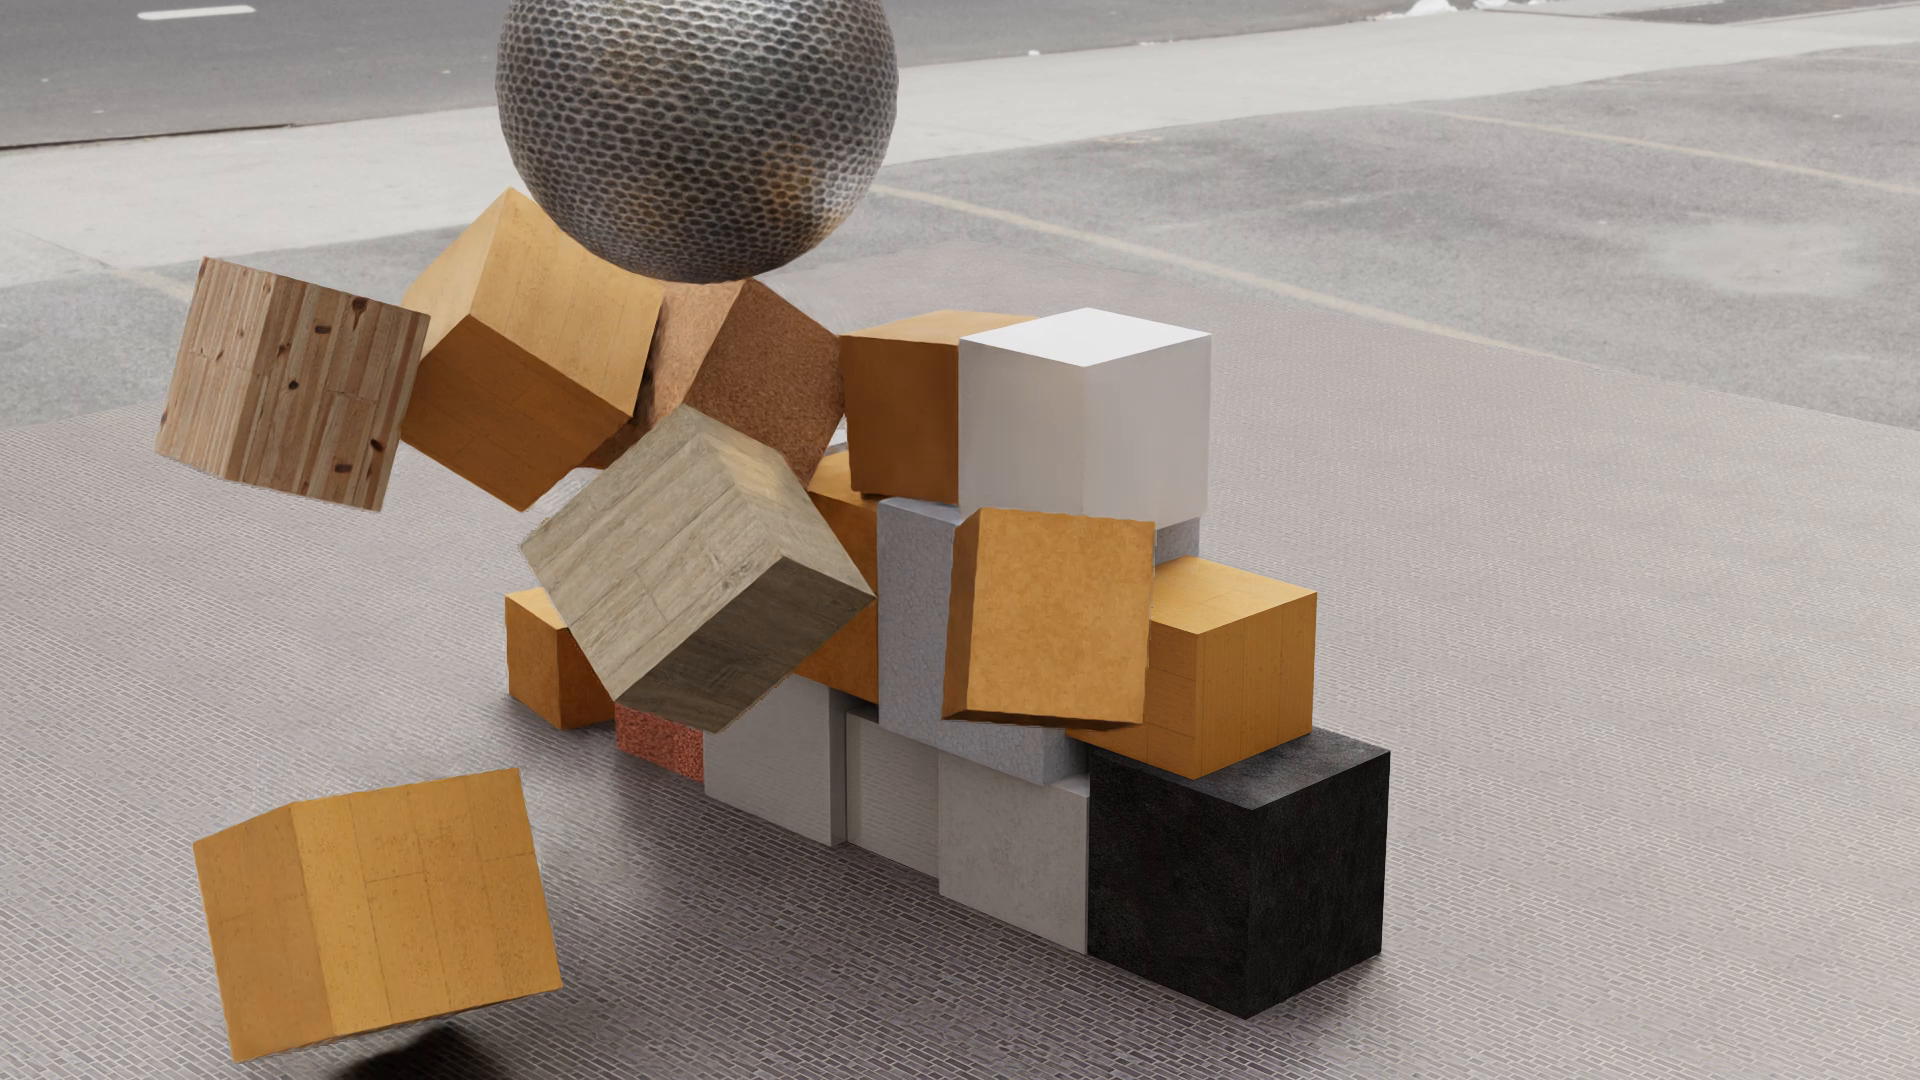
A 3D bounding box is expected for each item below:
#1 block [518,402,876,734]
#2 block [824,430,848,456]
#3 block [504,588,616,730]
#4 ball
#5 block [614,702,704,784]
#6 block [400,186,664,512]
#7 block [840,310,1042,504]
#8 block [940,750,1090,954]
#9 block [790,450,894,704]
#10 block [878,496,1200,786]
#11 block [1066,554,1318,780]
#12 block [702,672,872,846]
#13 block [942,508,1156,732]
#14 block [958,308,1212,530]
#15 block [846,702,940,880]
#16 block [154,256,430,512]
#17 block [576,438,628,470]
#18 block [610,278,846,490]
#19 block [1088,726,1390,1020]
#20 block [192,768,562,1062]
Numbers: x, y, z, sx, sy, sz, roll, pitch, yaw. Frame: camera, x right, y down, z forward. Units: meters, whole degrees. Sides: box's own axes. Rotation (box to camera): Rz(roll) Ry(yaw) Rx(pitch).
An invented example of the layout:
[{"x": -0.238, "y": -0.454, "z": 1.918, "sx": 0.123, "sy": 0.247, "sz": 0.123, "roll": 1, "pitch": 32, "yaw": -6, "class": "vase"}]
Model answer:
[{"x": -0.943, "y": 0.116, "z": 10.611, "sx": 0.725, "sy": 0.803, "sz": 0.738, "roll": 55, "pitch": 12, "yaw": 25, "class": "block"}, {"x": -0.956, "y": -0.054, "z": 14.340, "sx": 0.861, "sy": 0.841, "sz": 0.880, "roll": -16, "pitch": 15, "yaw": -42, "class": "block"}, {"x": -1.973, "y": 0.588, "z": 15.547, "sx": 0.641, "sy": 0.557, "sz": 0.666, "roll": -11, "pitch": 20, "yaw": -30, "class": "block"}, {"x": -1.043, "y": -1.819, "z": 11.676, "sx": 1.600, "sy": 1.600, "sz": 1.600, "roll": 0, "pitch": 17, "yaw": 0, "class": "ball"}, {"x": -1.209, "y": 0.693, "z": 14.850, "sx": 0.777, "sy": 0.773, "sz": 0.762, "roll": 17, "pitch": 24, "yaw": 42, "class": "block"}, {"x": -1.974, "y": -0.839, "z": 13.033, "sx": 0.848, "sy": 0.861, "sz": 0.837, "roll": 33, "pitch": 42, "yaw": -25, "class": "block"}, {"x": -0.019, "y": -0.604, "z": 13.097, "sx": 0.707, "sy": 0.708, "sz": 0.688, "roll": 8, "pitch": 18, "yaw": 42, "class": "block"}, {"x": 0.537, "y": 1.252, "z": 13.142, "sx": 0.888, "sy": 0.730, "sz": 0.892, "roll": 17, "pitch": 24, "yaw": 42, "class": "block"}, {"x": -0.332, "y": 0.125, "z": 13.669, "sx": 0.906, "sy": 0.910, "sz": 0.825, "roll": -16, "pitch": 24, "yaw": -42, "class": "block"}, {"x": 0.347, "y": 0.337, "z": 13.067, "sx": 1.015, "sy": 1.060, "sz": 0.999, "roll": 17, "pitch": 24, "yaw": 42, "class": "block"}, {"x": 0.982, "y": 0.527, "z": 12.498, "sx": 0.778, "sy": 0.635, "sz": 0.725, "roll": -17, "pitch": 24, "yaw": -42, "class": "block"}, {"x": -0.611, "y": 0.853, "z": 14.249, "sx": 0.895, "sy": 0.828, "sz": 0.919, "roll": -17, "pitch": 24, "yaw": -42, "class": "block"}, {"x": 0.328, "y": 0.320, "z": 11.288, "sx": 0.662, "sy": 0.755, "sz": 0.770, "roll": 5, "pitch": -7, "yaw": -7, "class": "block"}, {"x": 0.534, "y": -0.485, "z": 12.580, "sx": 0.719, "sy": 0.801, "sz": 0.811, "roll": 16, "pitch": 24, "yaw": 42, "class": "block"}, {"x": -0.030, "y": 1.113, "z": 13.715, "sx": 0.692, "sy": 0.653, "sz": 0.721, "roll": -17, "pitch": 24, "yaw": -42, "class": "block"}, {"x": -2.840, "y": -0.666, "z": 12.451, "sx": 0.714, "sy": 0.859, "sz": 0.778, "roll": 14, "pitch": 2, "yaw": -38, "class": "block"}, {"x": -1.825, "y": -0.871, "z": 14.263, "sx": 0.822, "sy": 0.874, "sz": 0.728, "roll": 4, "pitch": 17, "yaw": 21, "class": "block"}, {"x": -1.070, "y": -0.685, "z": 13.287, "sx": 0.761, "sy": 0.782, "sz": 0.813, "roll": 34, "pitch": -14, "yaw": -34, "class": "block"}, {"x": 1.186, "y": 1.340, "z": 12.526, "sx": 0.916, "sy": 0.933, "sz": 0.882, "roll": -17, "pitch": 24, "yaw": -42, "class": "block"}, {"x": -2.284, "y": 1.465, "z": 11.472, "sx": 0.983, "sy": 0.876, "sz": 0.887, "roll": -6, "pitch": -10, "yaw": -40, "class": "block"}]
